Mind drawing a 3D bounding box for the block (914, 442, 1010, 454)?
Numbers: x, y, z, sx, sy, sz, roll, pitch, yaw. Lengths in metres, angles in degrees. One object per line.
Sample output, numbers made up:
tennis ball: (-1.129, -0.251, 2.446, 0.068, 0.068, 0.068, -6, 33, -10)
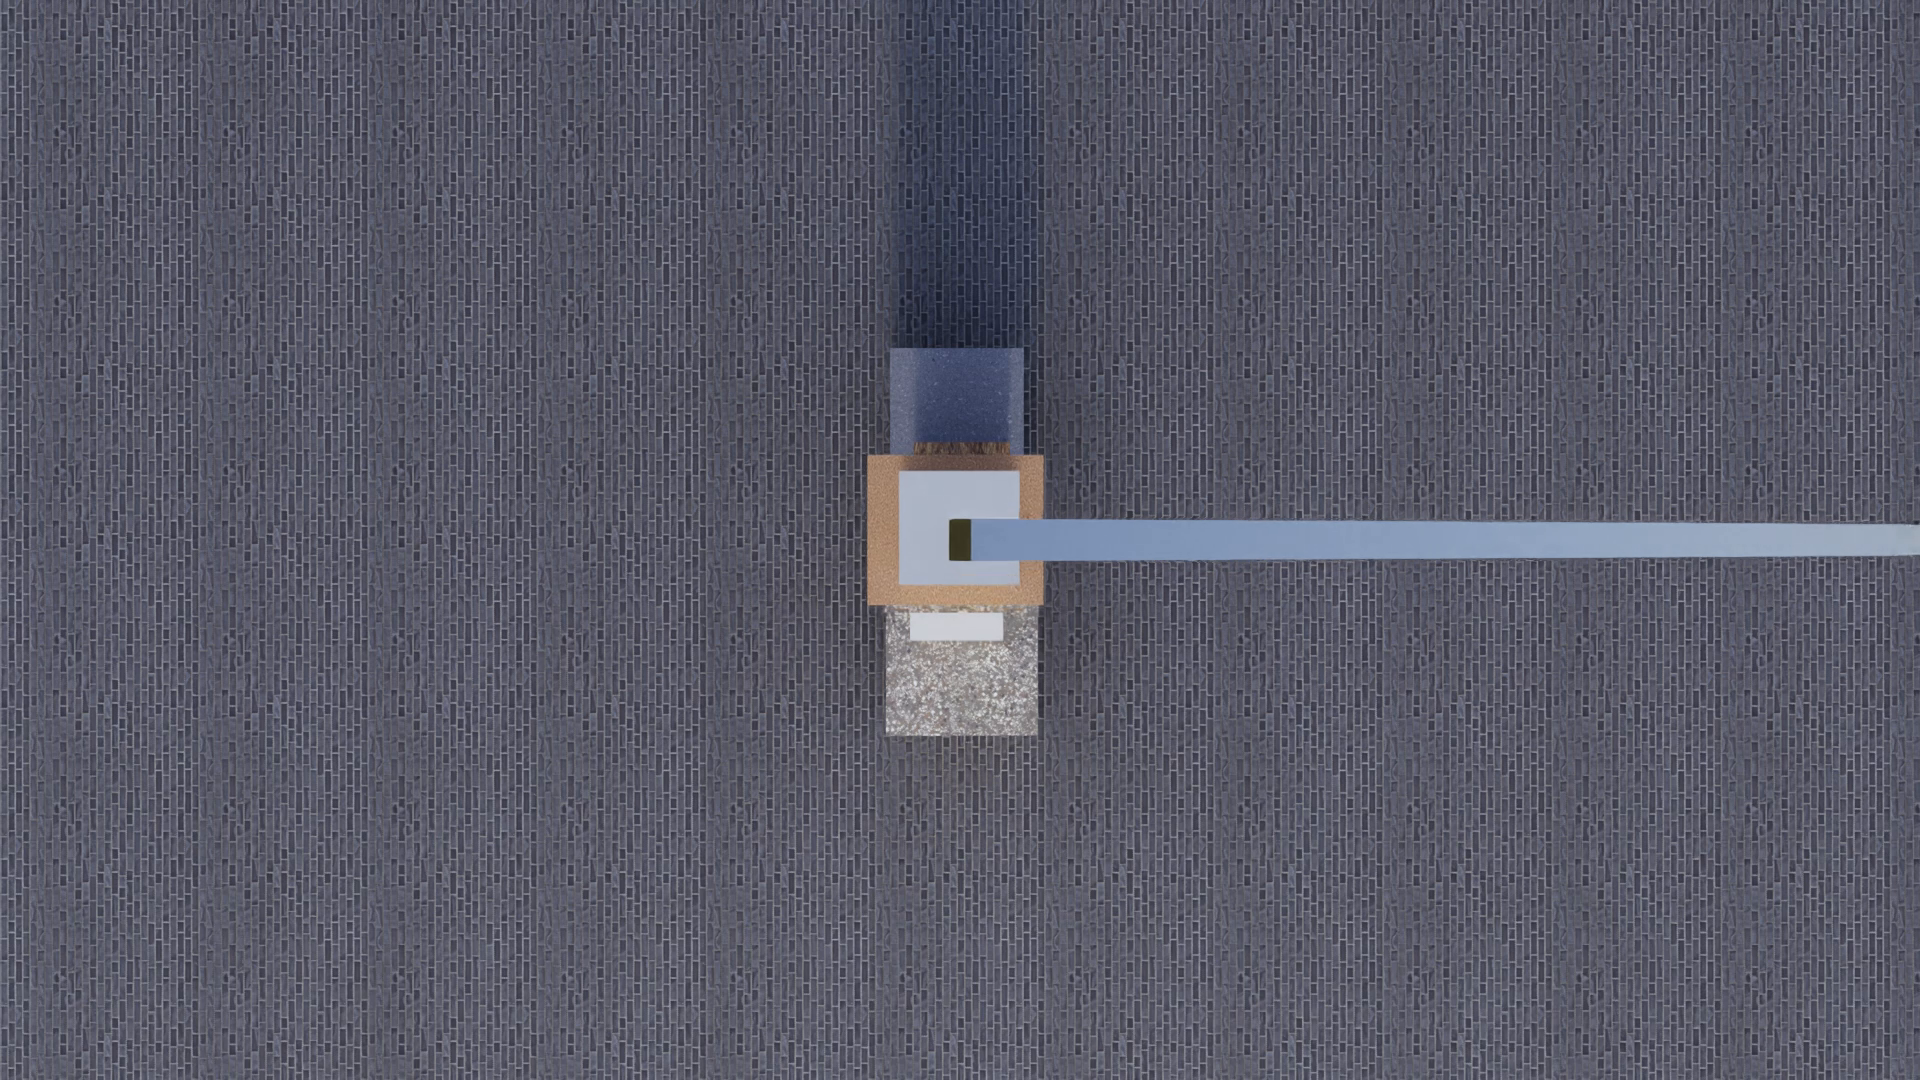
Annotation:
block: (0.009, -0.267, 12.090, 0.515, 0.512, 0.526, 0, 91, 0)

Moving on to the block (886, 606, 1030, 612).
block: (-0.010, -0.012, 11.138, 0.708, 0.786, 0.738, 0, 89, 0)

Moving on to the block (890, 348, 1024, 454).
block: (-0.017, -0.715, 12.673, 0.750, 0.655, 0.728, 0, 90, 0)

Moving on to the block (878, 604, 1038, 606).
block: (-0.010, -0.027, 9.881, 0.690, 0.746, 0.627, 0, 89, 0)

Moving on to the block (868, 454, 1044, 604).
block: (-0.018, -0.036, 9.146, 0.703, 0.725, 0.599, 0, 89, 0)

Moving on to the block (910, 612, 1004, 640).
block: (-0.017, 0.265, 11.828, 0.487, 0.600, 0.530, 0, 89, 0)

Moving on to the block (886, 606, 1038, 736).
block: (0.009, 0.689, 12.564, 0.835, 0.873, 0.780, 0, 90, 0)

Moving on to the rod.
rod: (2.212, 0.000, 5.540, 5.200, 0.080, 0.080, 0, 90, -32)

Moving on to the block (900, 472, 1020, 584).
block: (-0.002, -0.043, 8.539, 0.453, 0.489, 0.428, 0, 89, 0)
